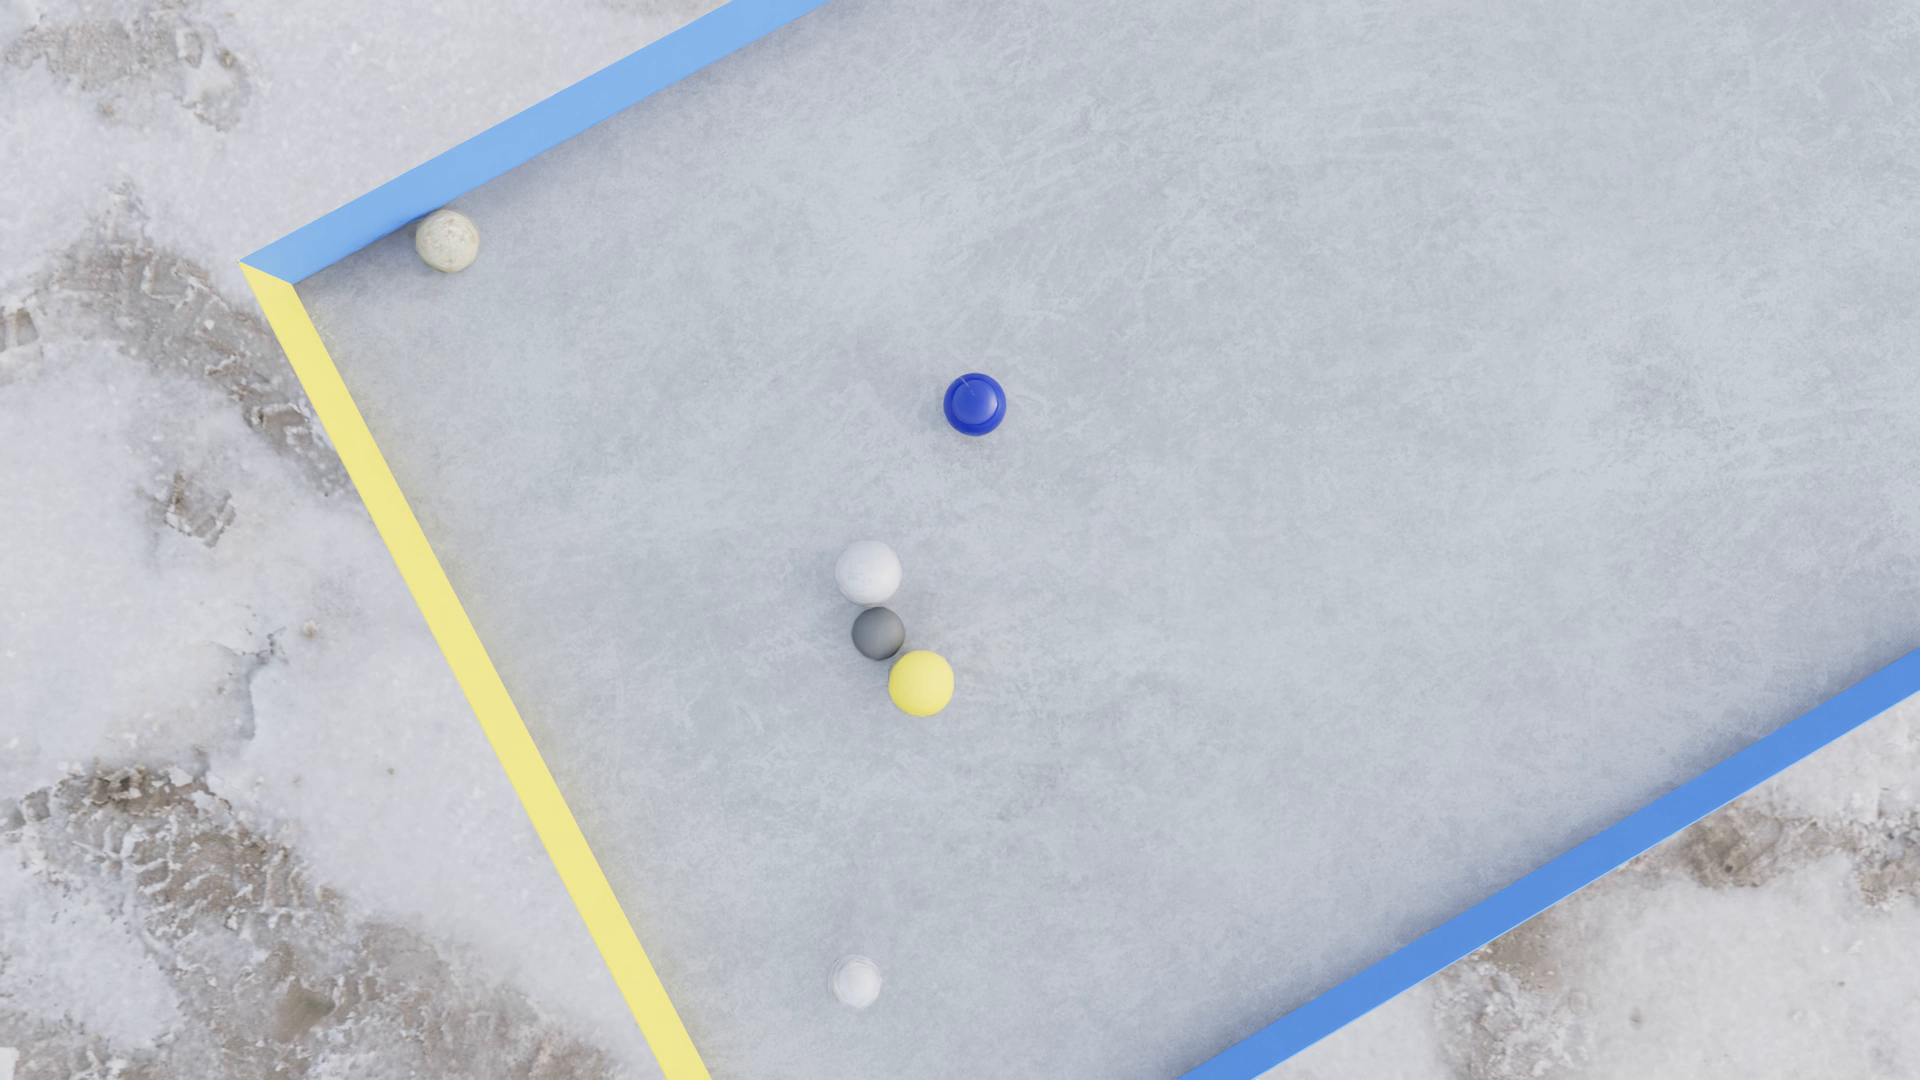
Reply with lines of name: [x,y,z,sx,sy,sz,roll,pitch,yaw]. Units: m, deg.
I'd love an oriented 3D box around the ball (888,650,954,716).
ball: [-0.056,0.210,3.229,0.097,0.097,0.097,0,81,0]

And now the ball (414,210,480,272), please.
ball: [-0.779,-0.454,3.339,0.095,0.095,0.095,0,81,0]

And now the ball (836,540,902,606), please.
ball: [-0.135,0.048,3.256,0.098,0.098,0.098,0,81,0]

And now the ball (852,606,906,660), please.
ball: [-0.120,0.138,3.250,0.079,0.079,0.079,0,81,0]

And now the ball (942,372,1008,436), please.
ball: [0.022,-0.203,3.298,0.096,0.096,0.096,0,81,0]

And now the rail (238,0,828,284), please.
rail: [0.224,-1.092,3.428,2.940,0.127,0.045,-29,82,-5]

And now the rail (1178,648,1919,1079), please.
rail: [1.058,0.376,3.186,2.940,0.127,0.045,-29,82,-5]

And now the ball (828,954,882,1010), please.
ball: [-0.153,0.636,3.169,0.078,0.078,0.078,0,81,0]

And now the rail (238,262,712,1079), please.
rail: [-0.620,0.340,3.192,0.045,0.127,1.752,-29,82,-5]
